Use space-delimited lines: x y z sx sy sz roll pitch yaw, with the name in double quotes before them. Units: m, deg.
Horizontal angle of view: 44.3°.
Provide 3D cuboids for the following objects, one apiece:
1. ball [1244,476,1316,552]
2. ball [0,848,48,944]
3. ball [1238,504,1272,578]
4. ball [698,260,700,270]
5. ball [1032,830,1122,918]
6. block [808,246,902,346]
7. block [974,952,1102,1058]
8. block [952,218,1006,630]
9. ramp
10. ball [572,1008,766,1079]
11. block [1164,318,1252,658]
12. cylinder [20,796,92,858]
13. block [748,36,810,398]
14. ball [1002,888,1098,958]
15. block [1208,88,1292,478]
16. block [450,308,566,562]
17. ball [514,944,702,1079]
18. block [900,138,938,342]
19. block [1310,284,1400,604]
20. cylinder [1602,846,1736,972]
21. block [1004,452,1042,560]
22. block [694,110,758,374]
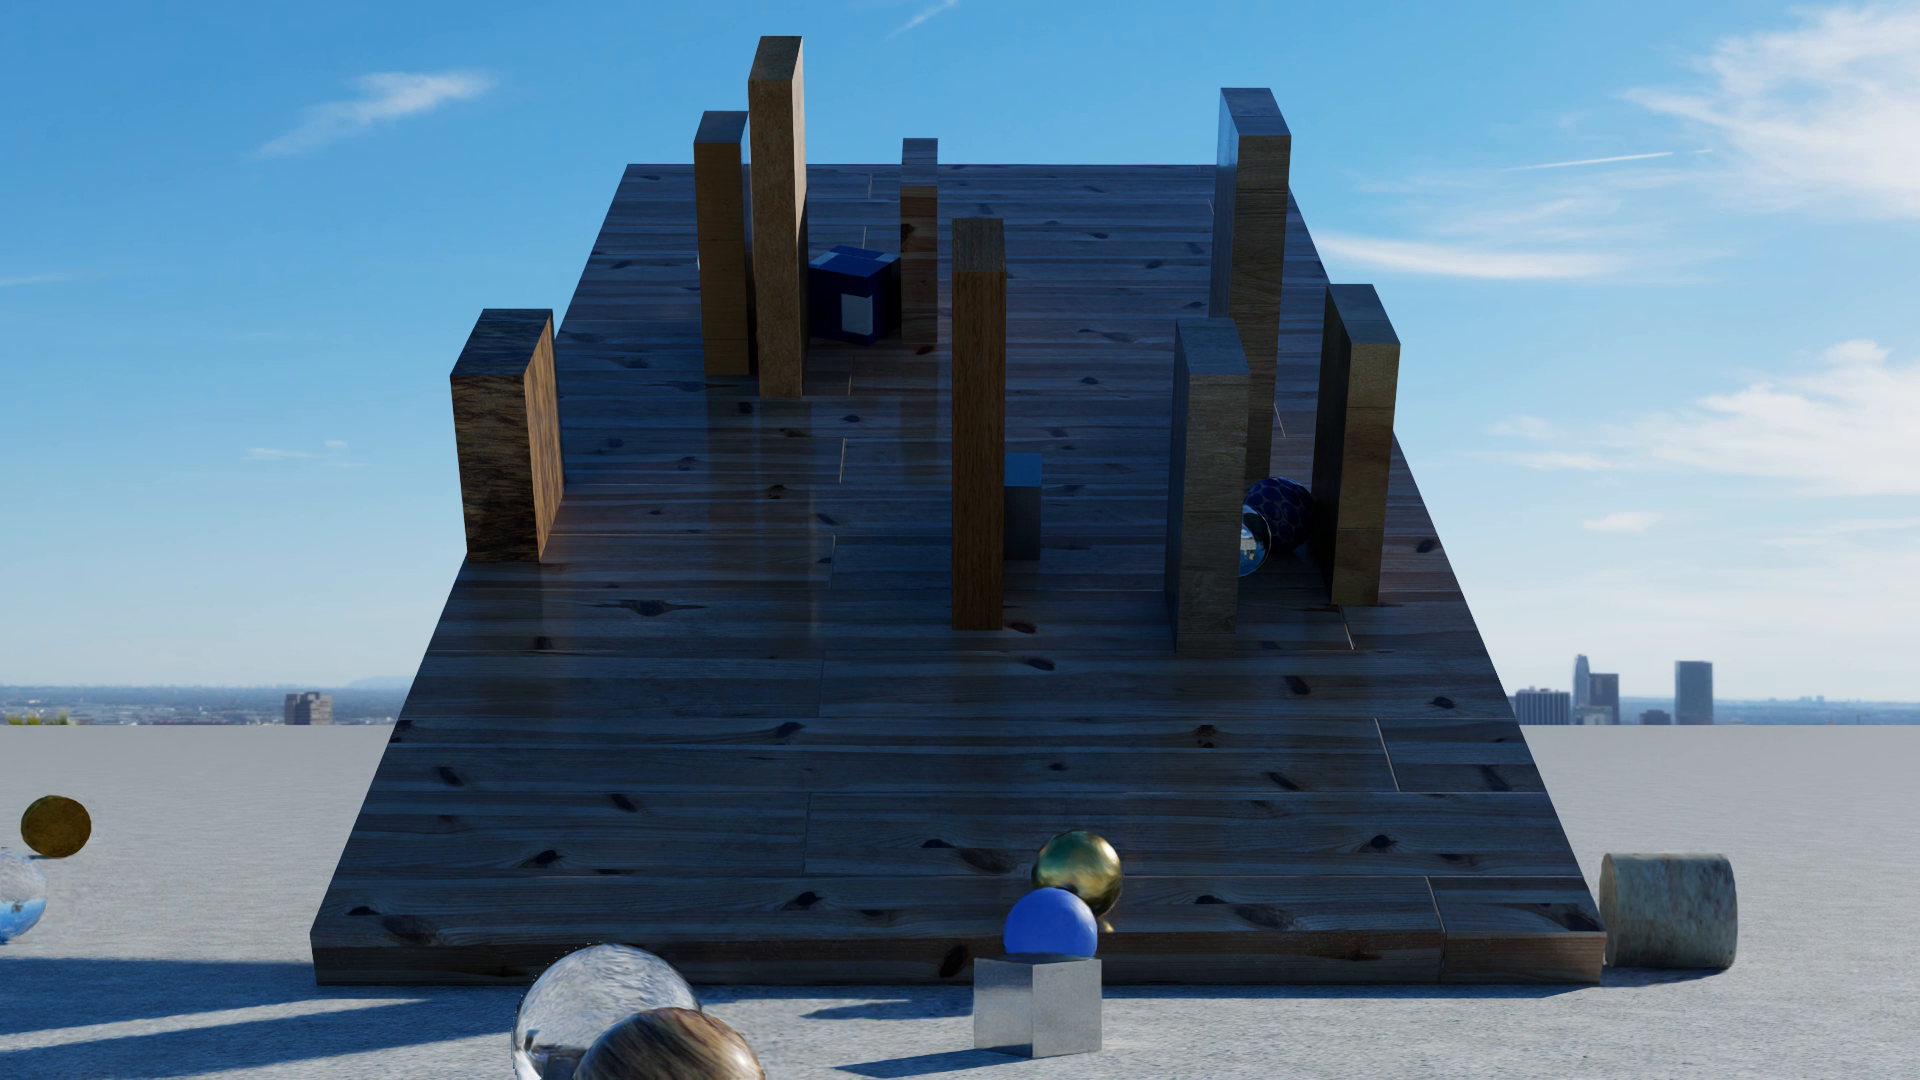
"ball" 0.648 -0.052 4.802 0.155 0.155 0.155 0 -4 0
"ball" -1.786 0.661 4.376 0.174 0.174 0.174 0 -4 0
"ball" 0.545 0.000 4.700 0.151 0.151 0.151 0 -4 0
"ball" -0.588 -0.729 6.139 0.190 0.190 0.190 0 -4 0
"ball" 0.181 0.519 3.648 0.141 0.141 0.141 0 -4 0
"block" -0.268 -0.615 5.918 0.181 0.181 0.181 13 29 24
"block" 0.098 0.584 2.968 0.114 0.114 0.114 3 -6 -39
"block" 0.033 -0.218 4.492 0.097 0.724 0.302 0 26 0
"ramp" -0.010 -0.229 5.450 2.000 0.100 4.000 0 26 0
"ball" -0.245 0.481 1.984 0.172 0.172 0.172 0 -4 0
"block" 0.459 -0.098 4.420 0.108 0.573 0.282 0 26 0
"cylinder" -2.735 0.866 7.127 0.182 0.182 0.182 2 -5 -27
"block" -0.423 -0.764 5.566 0.098 0.758 0.406 0 26 0
"ball" 0.135 0.590 3.513 0.142 0.142 0.142 0 -4 0
"block" 0.621 -0.560 5.142 0.108 0.770 0.366 0 26 0
"block" -0.924 -0.220 4.851 0.144 0.406 0.373 0 26 0
"ball" -0.349 0.499 2.353 0.190 0.190 0.190 0 -4 0
"block" -0.101 -0.763 5.969 0.089 0.404 0.409 0 26 0
"block" 0.772 -0.191 4.642 0.091 0.546 0.327 0 26 0
"cylinder" 1.186 0.621 3.953 0.190 0.190 0.190 6 -3 12
"block" 0.083 -0.070 4.825 0.165 0.165 0.165 1 26 2
"block" -0.562 -0.716 5.677 0.108 0.574 0.269 0 26 0
